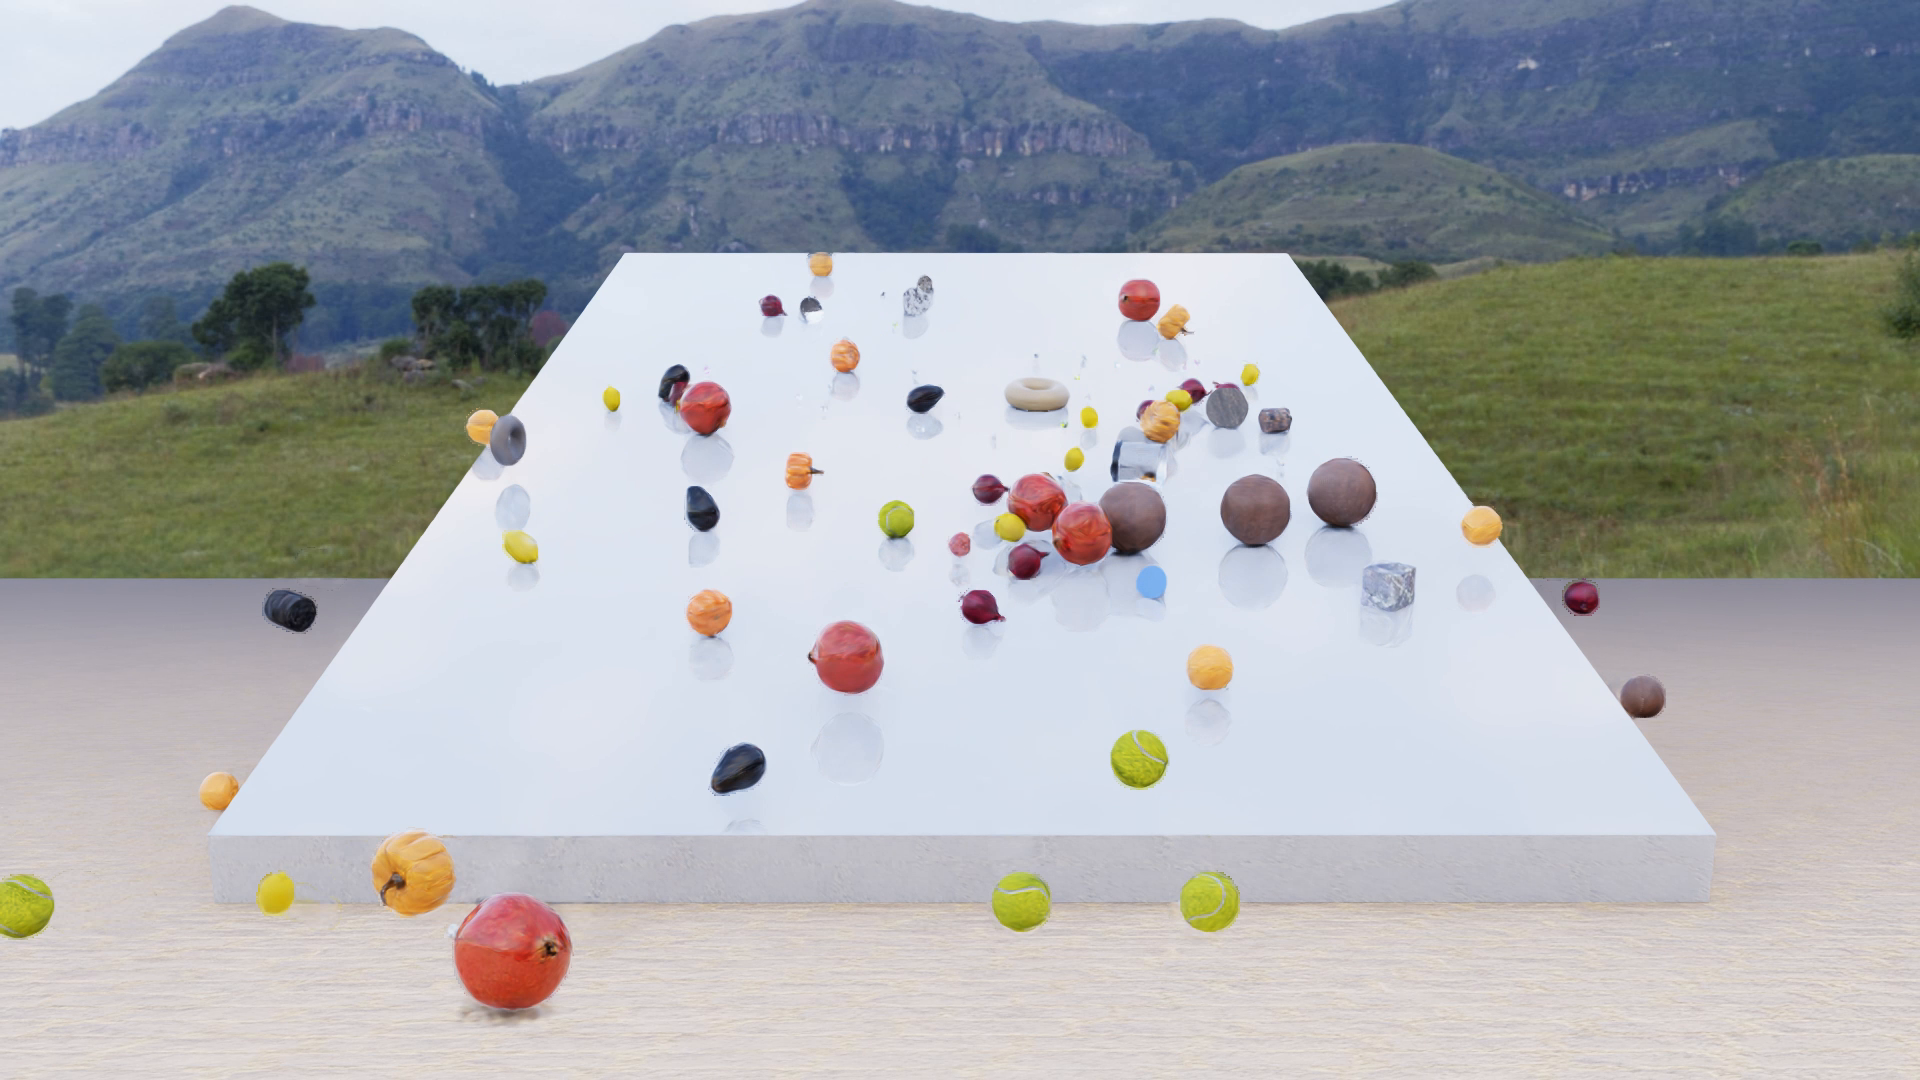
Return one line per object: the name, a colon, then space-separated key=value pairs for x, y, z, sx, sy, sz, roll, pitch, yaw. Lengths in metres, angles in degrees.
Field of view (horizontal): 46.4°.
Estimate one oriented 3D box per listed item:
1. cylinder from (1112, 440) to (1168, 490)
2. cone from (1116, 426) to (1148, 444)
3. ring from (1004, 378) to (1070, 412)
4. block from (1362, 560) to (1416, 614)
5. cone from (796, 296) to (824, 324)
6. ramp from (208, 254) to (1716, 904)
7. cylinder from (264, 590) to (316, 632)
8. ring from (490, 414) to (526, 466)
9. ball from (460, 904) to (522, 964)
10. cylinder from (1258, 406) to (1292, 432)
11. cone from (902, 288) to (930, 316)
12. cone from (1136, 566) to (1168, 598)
cylinder: x=0.356 y=-0.148 z=4.454 sx=0.091 sy=0.091 sz=0.091 roll=6 pitch=1 yaw=18
cone: x=0.344 y=-0.193 z=4.682 sx=0.074 sy=0.074 sz=0.074 roll=0 pitch=-10 yaw=-22
ring: x=0.174 y=-0.330 z=5.068 sx=0.148 sy=0.049 sz=0.148 roll=3 pitch=21 yaw=-1
block: x=0.729 y=0.078 z=3.814 sx=0.065 sy=0.065 sz=0.065 roll=15 pitch=23 yaw=37
cone: x=-0.410 y=-0.593 z=5.889 sx=0.073 sy=0.073 sz=0.073 roll=1 pitch=-13 yaw=-37
ramp: x=-0.004 y=-0.190 z=4.884 sx=2.000 sy=0.100 sz=4.000 roll=0 pitch=18 yaw=0
cylinder: x=-1.237 y=0.130 z=4.140 sx=0.065 sy=0.065 sz=0.065 roll=16 pitch=8 yaw=32
ring: x=-0.910 y=-0.201 z=4.519 sx=0.035 sy=0.104 sz=0.104 roll=4 pitch=1 yaw=22
ball: x=-0.529 y=0.445 z=2.530 sx=0.068 sy=0.068 sz=0.068 roll=0 pitch=-1 yaw=0
cylinder: x=0.683 y=-0.261 z=4.858 sx=0.053 sy=0.053 sz=0.053 roll=-6 pitch=1 yaw=-17
cone: x=-0.134 y=-0.626 z=5.987 sx=0.079 sy=0.079 sz=0.079 roll=0 pitch=-10 yaw=-26
cone: x=0.342 y=0.077 z=3.877 sx=0.057 sy=0.057 sz=0.057 roll=0 pitch=-11 yaw=27
